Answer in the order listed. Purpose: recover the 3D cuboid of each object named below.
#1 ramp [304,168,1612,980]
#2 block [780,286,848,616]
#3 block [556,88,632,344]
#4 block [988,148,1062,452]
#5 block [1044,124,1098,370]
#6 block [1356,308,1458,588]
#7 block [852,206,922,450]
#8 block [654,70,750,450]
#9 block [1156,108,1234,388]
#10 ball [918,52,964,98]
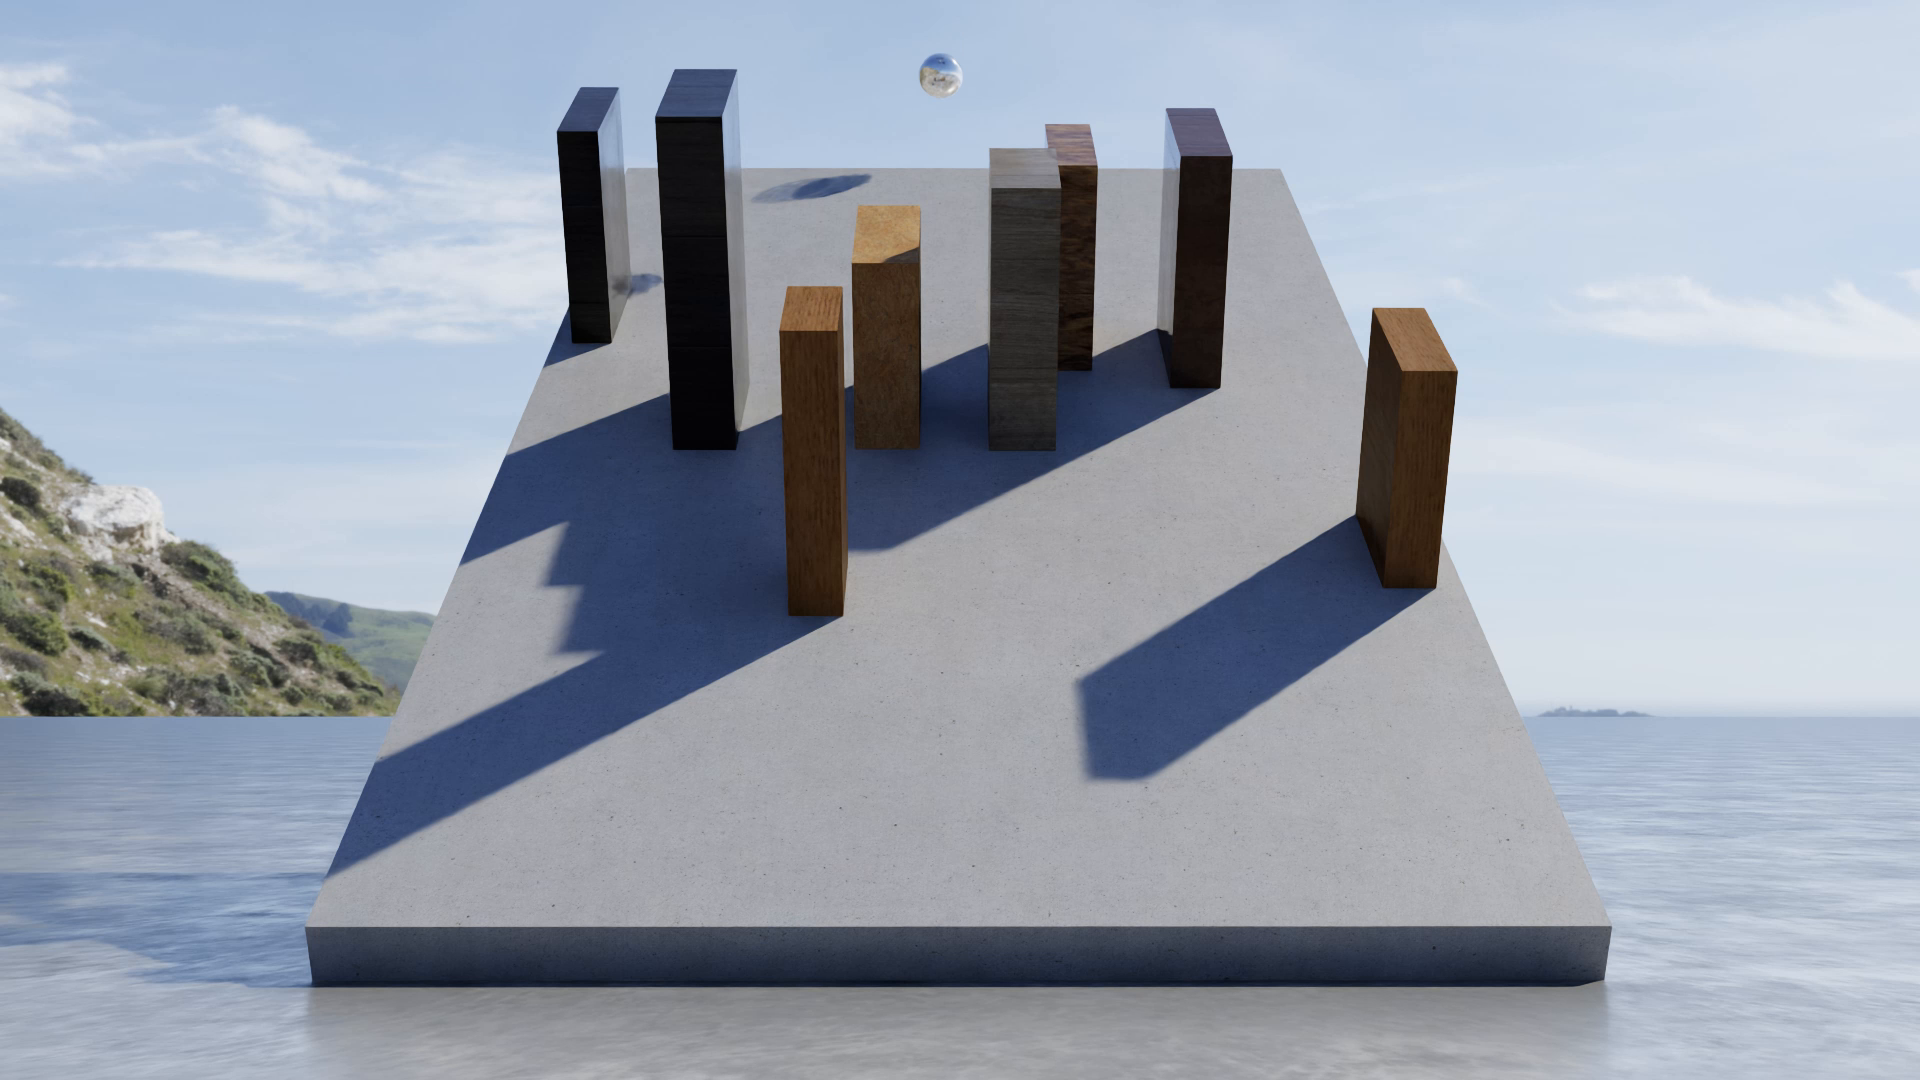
[{"bbox_3d":[-0.009,-0.229,5.420,2.000,0.100,4.000,0,26,0],"label":"ramp"},{"bbox_3d":[-0.277,-0.169,4.503,0.105,0.584,0.240,0,26,0],"label":"block"},{"bbox_3d":[-0.915,-0.820,5.908,0.099,0.539,0.408,0,26,0],"label":"block"},{"bbox_3d":[0.139,-0.537,5.245,0.148,0.607,0.300,0,26,0],"label":"block"},{"bbox_3d":[0.264,-0.716,5.729,0.110,0.512,0.351,0,26,0],"label":"block"},{"bbox_3d":[0.886,-0.187,4.691,0.105,0.460,0.348,0,26,0],"label":"block"},{"bbox_3d":[-0.163,-0.488,5.338,0.144,0.437,0.409,0,26,0],"label":"block"},{"bbox_3d":[-0.569,-0.628,5.256,0.140,0.759,0.394,0,26,0],"label":"block"},{"bbox_3d":[0.559,-0.704,5.642,0.120,0.567,0.407,0,26,0],"label":"block"},{"bbox_3d":[-0.059,-1.435,7.269,0.139,0.139,0.139,0,-4,0],"label":"ball"}]
